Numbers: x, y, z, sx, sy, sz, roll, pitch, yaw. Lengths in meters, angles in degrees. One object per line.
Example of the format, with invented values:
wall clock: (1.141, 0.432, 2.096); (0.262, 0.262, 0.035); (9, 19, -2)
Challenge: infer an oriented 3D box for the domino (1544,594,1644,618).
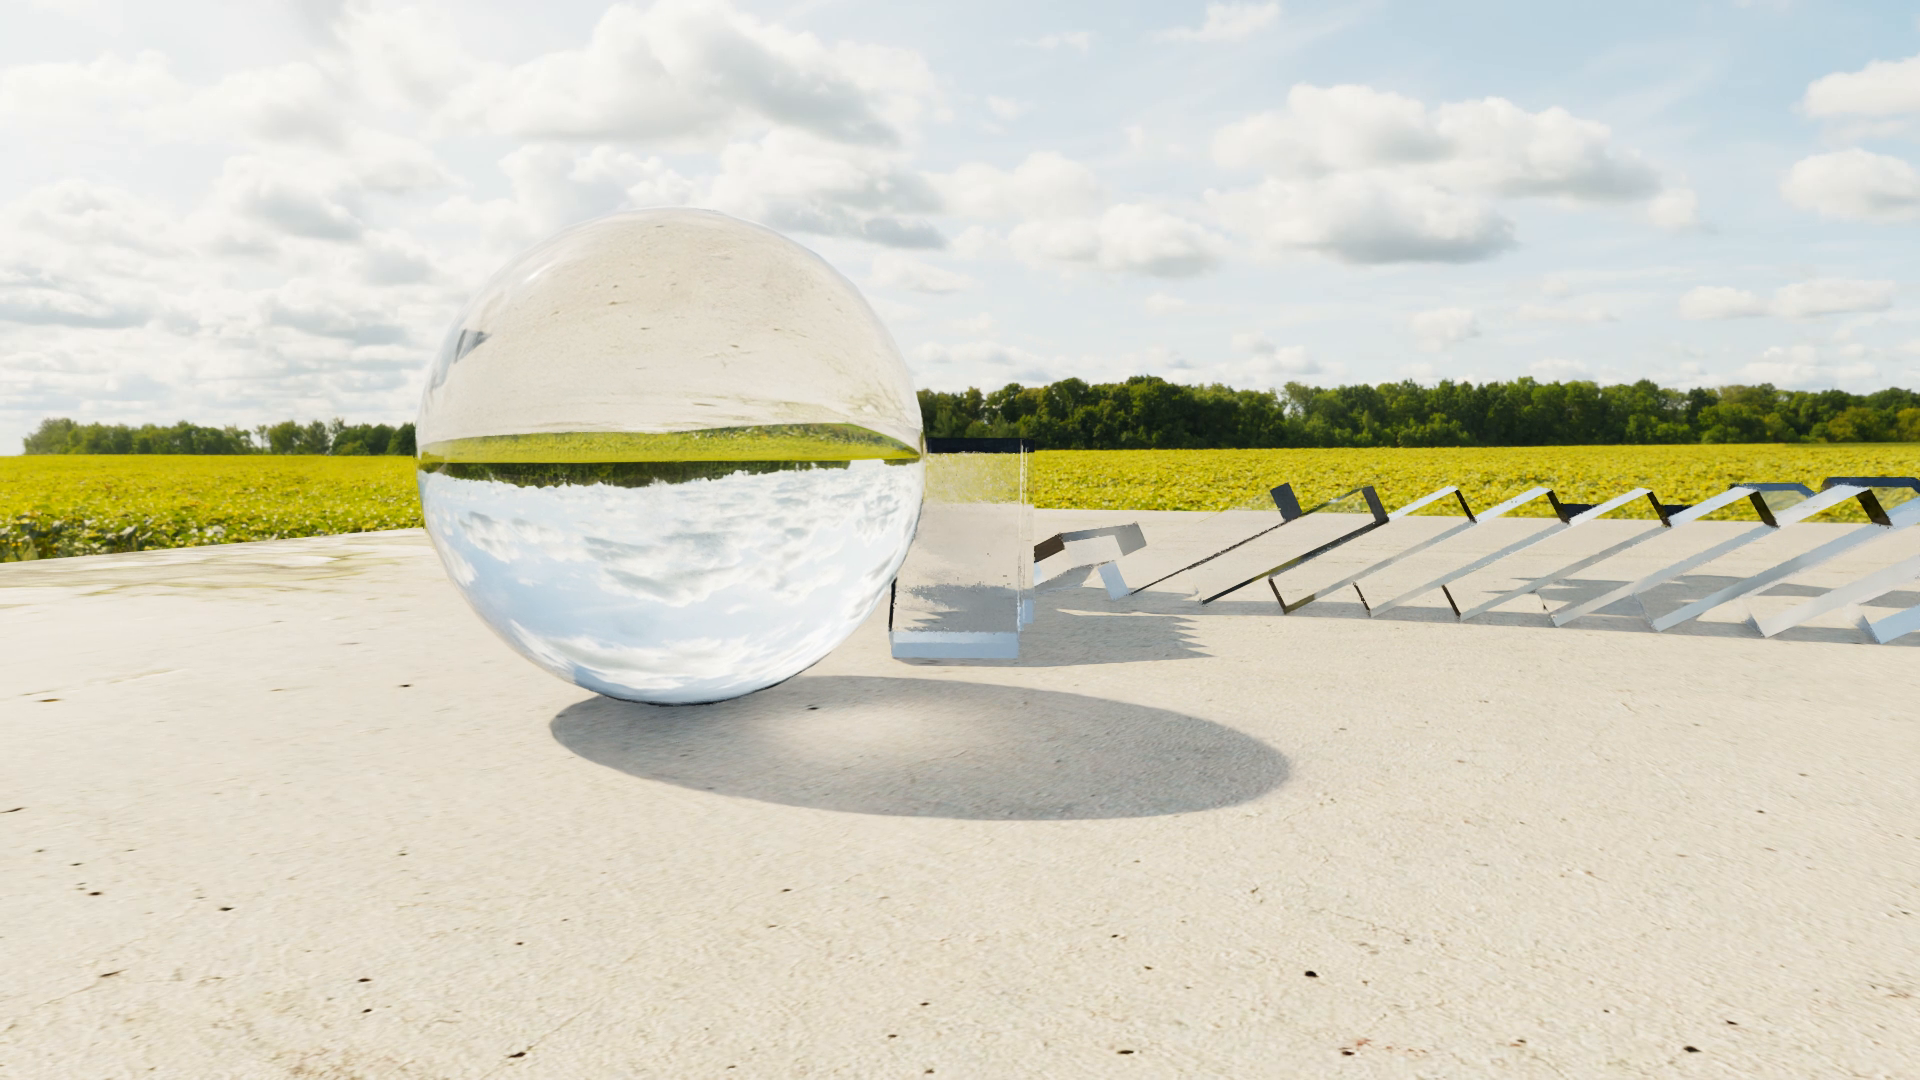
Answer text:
domino: (0.174, 0.012, 0.341); (0.025, 0.010, 0.050); (3, 5, 36)

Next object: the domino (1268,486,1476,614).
domino: (0.104, 0.002, 0.326); (0.050, 0.009, 0.025); (-28, -3, 15)

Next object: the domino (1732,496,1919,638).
domino: (0.199, 0.004, 0.284); (0.050, 0.010, 0.025); (-30, -6, 21)

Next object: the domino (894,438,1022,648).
domino: (0.000, 0.000, 0.279); (0.025, 0.050, 0.009); (0, -37, 4)

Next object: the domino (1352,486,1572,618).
domino: (0.123, 0.003, 0.319); (0.050, 0.009, 0.025); (-28, -4, 17)

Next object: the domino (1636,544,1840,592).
domino: (0.240, 0.008, 0.398); (0.025, 0.009, 0.050); (-1, 4, -17)

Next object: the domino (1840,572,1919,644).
domino: (0.218, 0.005, 0.275); (0.050, 0.009, 0.025); (-30, -3, 22)

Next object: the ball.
ball: (-0.045, -0.013, 0.209); (0.080, 0.080, 0.080); (0, 4, 0)

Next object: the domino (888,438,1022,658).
domino: (0.000, 0.001, 0.267); (0.025, 0.050, 0.009); (0, -37, 4)

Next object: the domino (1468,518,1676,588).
domino: (0.179, 0.004, 0.376); (0.050, 0.010, 0.025); (-1, -26, -15)

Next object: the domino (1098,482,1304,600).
domino: (0.063, 0.001, 0.340); (0.050, 0.010, 0.025); (-24, -3, -6)

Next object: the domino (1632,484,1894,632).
domino: (0.181, 0.004, 0.294); (0.050, 0.009, 0.025); (-30, -7, 21)

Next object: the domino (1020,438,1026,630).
domino: (0.003, -0.002, 0.304); (0.025, 0.050, 0.009); (0, -37, 4)

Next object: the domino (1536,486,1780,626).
domino: (0.162, 0.004, 0.302); (0.050, 0.009, 0.025); (-29, -7, 21)

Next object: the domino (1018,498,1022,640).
domino: (0.001, -0.001, 0.292); (0.025, 0.050, 0.010); (0, -37, 4)

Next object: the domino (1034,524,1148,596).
domino: (0.031, 0.006, 0.357); (0.025, 0.009, 0.050); (-28, -11, 30)

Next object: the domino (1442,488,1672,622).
domino: (0.143, 0.003, 0.310); (0.050, 0.010, 0.025); (-28, -7, 21)

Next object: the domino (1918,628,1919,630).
domino: (0.240, 0.003, 0.289); (0.050, 0.009, 0.025); (-36, 13, -10)

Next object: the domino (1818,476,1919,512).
domino: (0.261, 0.000, 0.352); (0.025, 0.009, 0.050); (0, 34, 4)

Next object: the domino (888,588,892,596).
domino: (-0.003, 0.007, 0.342); (0.025, 0.010, 0.050); (-32, 14, -16)

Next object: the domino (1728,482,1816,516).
domino: (0.251, -0.001, 0.375); (0.025, 0.009, 0.050); (-1, 30, -11)

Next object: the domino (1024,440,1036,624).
domino: (0.006, -0.003, 0.317); (0.025, 0.050, 0.009); (0, -37, 4)

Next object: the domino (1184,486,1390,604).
domino: (0.084, 0.001, 0.334); (0.050, 0.009, 0.025); (-25, -3, 6)

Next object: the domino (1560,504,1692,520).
domino: (0.198, 0.001, 0.399); (0.050, 0.009, 0.025); (1, -39, 23)
